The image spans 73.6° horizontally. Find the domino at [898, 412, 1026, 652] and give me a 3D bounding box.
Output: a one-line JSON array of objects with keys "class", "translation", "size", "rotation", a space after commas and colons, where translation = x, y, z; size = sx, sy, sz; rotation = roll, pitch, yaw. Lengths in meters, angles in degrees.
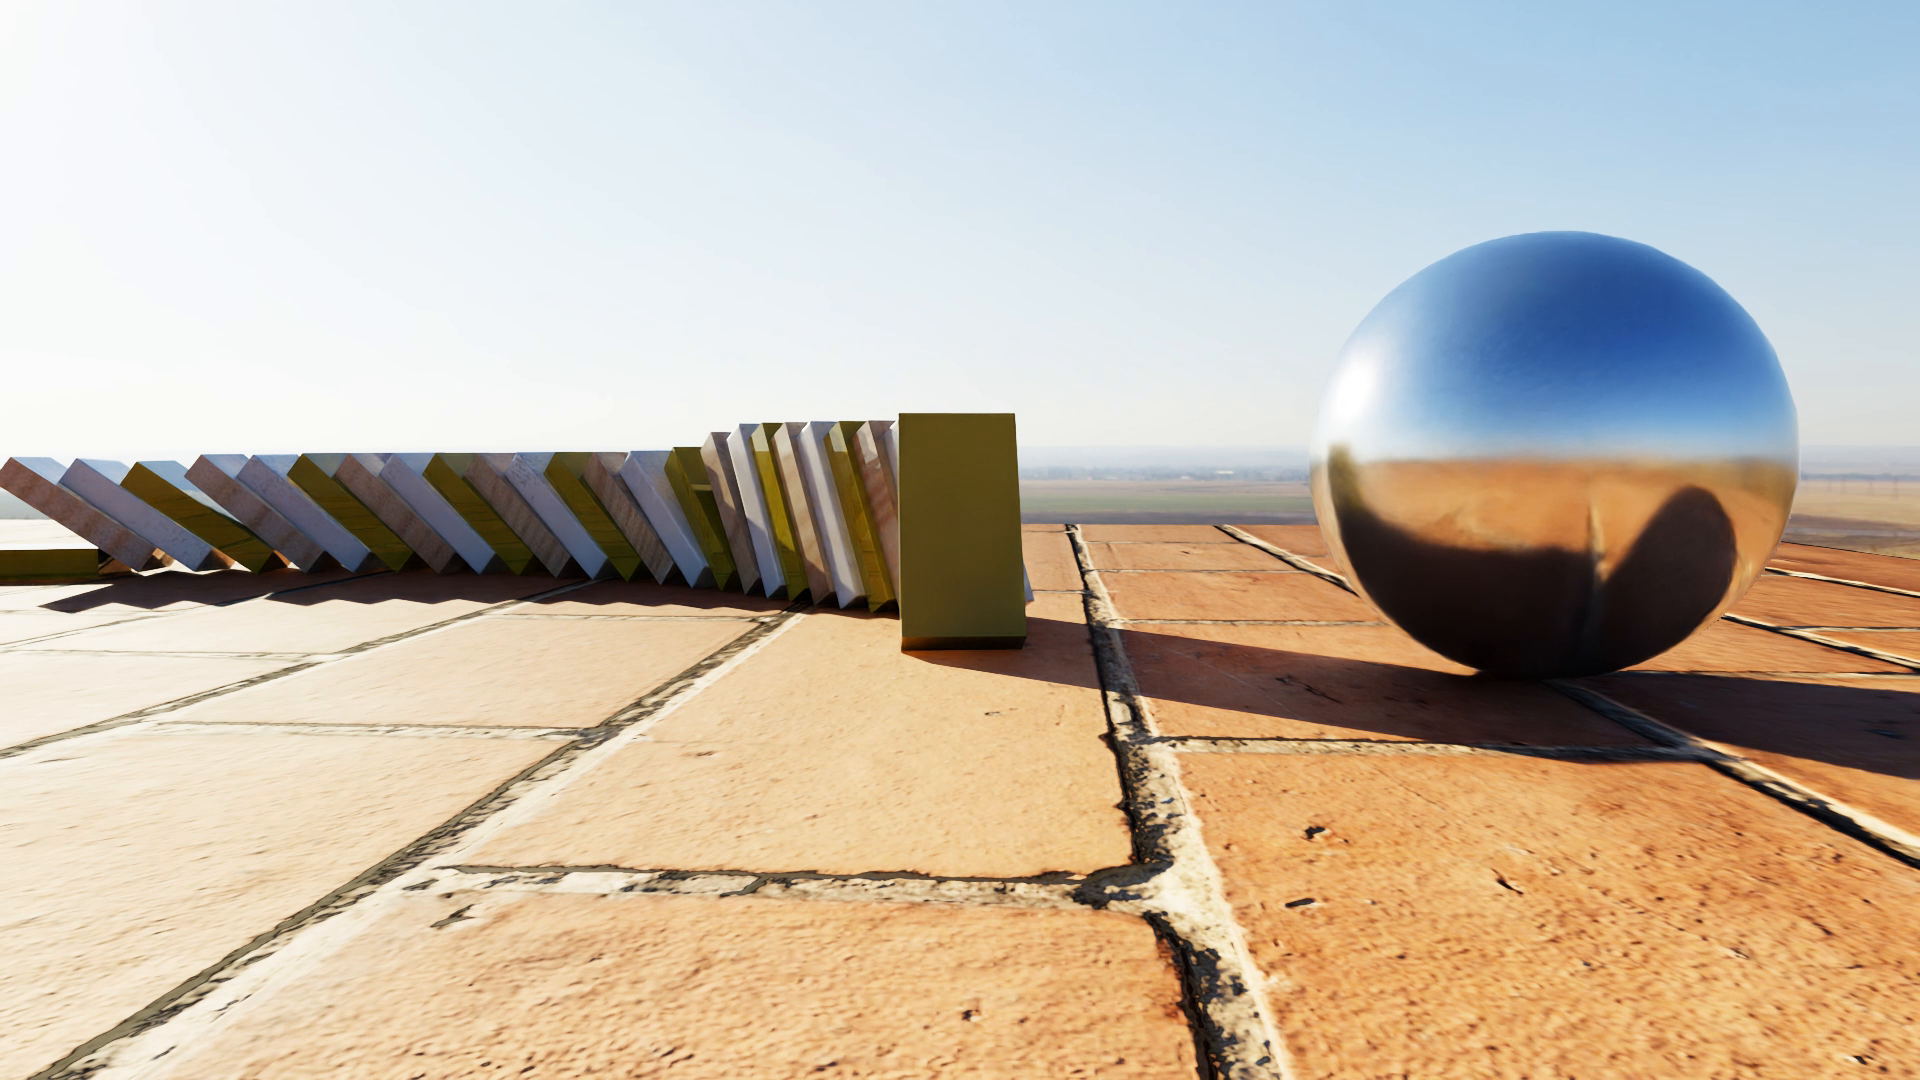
[{"class": "domino", "translation": [0.000, -0.002, 0.269], "size": [0.025, 0.050, 0.010], "rotation": [0, -22, -4]}]

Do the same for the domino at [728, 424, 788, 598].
[{"class": "domino", "translation": [-0.047, -0.009, 0.364], "size": [0.025, 0.050, 0.009], "rotation": [-3, -24, -35]}]

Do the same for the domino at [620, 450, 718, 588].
[{"class": "domino", "translation": [-0.082, -0.007, 0.395], "size": [0.025, 0.010, 0.050], "rotation": [-5, 48, -47]}]

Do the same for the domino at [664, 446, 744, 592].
[{"class": "domino", "translation": [-0.068, -0.007, 0.386], "size": [0.025, 0.009, 0.050], "rotation": [-3, 50, -39]}]

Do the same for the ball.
[{"class": "ball", "translation": [0.104, -0.015, 0.232], "size": [0.080, 0.080, 0.080], "rotation": [0, 4, 0]}]

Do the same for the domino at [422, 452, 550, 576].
[{"class": "domino", "translation": [-0.152, -0.009, 0.428], "size": [0.050, 0.010, 0.025], "rotation": [43, 17, 13]}]

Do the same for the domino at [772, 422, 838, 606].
[{"class": "domino", "translation": [-0.032, -0.008, 0.348], "size": [0.025, 0.050, 0.009], "rotation": [-3, -23, -35]}]

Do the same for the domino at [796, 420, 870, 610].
[{"class": "domino", "translation": [-0.025, -0.007, 0.340], "size": [0.025, 0.050, 0.010], "rotation": [-3, -23, -35]}]

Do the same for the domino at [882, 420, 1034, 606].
[{"class": "domino", "translation": [-0.001, -0.006, 0.317], "size": [0.025, 0.050, 0.010], "rotation": [-1, -24, -33]}]

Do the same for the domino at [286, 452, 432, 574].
[{"class": "domino", "translation": [-0.199, -0.010, 0.434], "size": [0.050, 0.009, 0.025], "rotation": [41, 8, 3]}]

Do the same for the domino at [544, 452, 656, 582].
[{"class": "domino", "translation": [-0.109, -0.008, 0.411], "size": [0.050, 0.010, 0.025], "rotation": [47, 26, 21]}]

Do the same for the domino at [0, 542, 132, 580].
[{"class": "domino", "translation": [-0.300, 0.007, 0.414], "size": [0.050, 0.010, 0.025], "rotation": [-1, 4, -12]}]

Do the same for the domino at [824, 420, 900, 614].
[{"class": "domino", "translation": [-0.017, -0.007, 0.333], "size": [0.025, 0.050, 0.010], "rotation": [-3, -23, -35]}]

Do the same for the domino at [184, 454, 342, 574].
[{"class": "domino", "translation": [-0.231, -0.009, 0.432], "size": [0.050, 0.009, 0.025], "rotation": [39, 3, -3]}]

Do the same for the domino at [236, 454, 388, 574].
[{"class": "domino", "translation": [-0.215, -0.009, 0.434], "size": [0.050, 0.010, 0.025], "rotation": [40, 6, 0]}]

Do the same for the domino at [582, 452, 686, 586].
[{"class": "domino", "translation": [-0.095, -0.008, 0.404], "size": [0.025, 0.010, 0.050], "rotation": [-5, 48, -52]}]

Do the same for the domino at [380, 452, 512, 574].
[{"class": "domino", "translation": [-0.168, -0.010, 0.431], "size": [0.050, 0.010, 0.025], "rotation": [42, 14, 10]}]

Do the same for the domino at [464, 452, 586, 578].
[{"class": "domino", "translation": [-0.137, -0.009, 0.423], "size": [0.050, 0.010, 0.025], "rotation": [44, 20, 16]}]

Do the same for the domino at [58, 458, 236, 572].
[{"class": "domino", "translation": [-0.265, -0.008, 0.423], "size": [0.050, 0.009, 0.025], "rotation": [36, -2, -6]}]

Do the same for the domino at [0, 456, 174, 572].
[{"class": "domino", "translation": [-0.282, -0.009, 0.418], "size": [0.050, 0.009, 0.025], "rotation": [36, -4, -11]}]

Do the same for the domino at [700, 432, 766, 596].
[{"class": "domino", "translation": [-0.056, -0.009, 0.375], "size": [0.025, 0.050, 0.010], "rotation": [-3, -31, -35]}]

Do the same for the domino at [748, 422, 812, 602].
[{"class": "domino", "translation": [-0.040, -0.008, 0.356], "size": [0.025, 0.050, 0.009], "rotation": [-3, -23, -35]}]

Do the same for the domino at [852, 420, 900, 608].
[{"class": "domino", "translation": [-0.008, -0.006, 0.325], "size": [0.025, 0.050, 0.010], "rotation": [-3, -23, -35]}]

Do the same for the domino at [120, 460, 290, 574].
[{"class": "domino", "translation": [-0.248, -0.008, 0.427], "size": [0.050, 0.010, 0.025], "rotation": [36, 0, -8]}]

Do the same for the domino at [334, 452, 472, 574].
[{"class": "domino", "translation": [-0.183, -0.010, 0.433], "size": [0.050, 0.010, 0.025], "rotation": [41, 12, 7]}]

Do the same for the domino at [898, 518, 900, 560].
[{"class": "domino", "translation": [-0.001, -0.003, 0.280], "size": [0.025, 0.050, 0.010], "rotation": [0, -22, -4]}]

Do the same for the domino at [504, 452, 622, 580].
[{"class": "domino", "translation": [-0.123, -0.009, 0.418], "size": [0.050, 0.010, 0.025], "rotation": [46, 23, 18]}]
